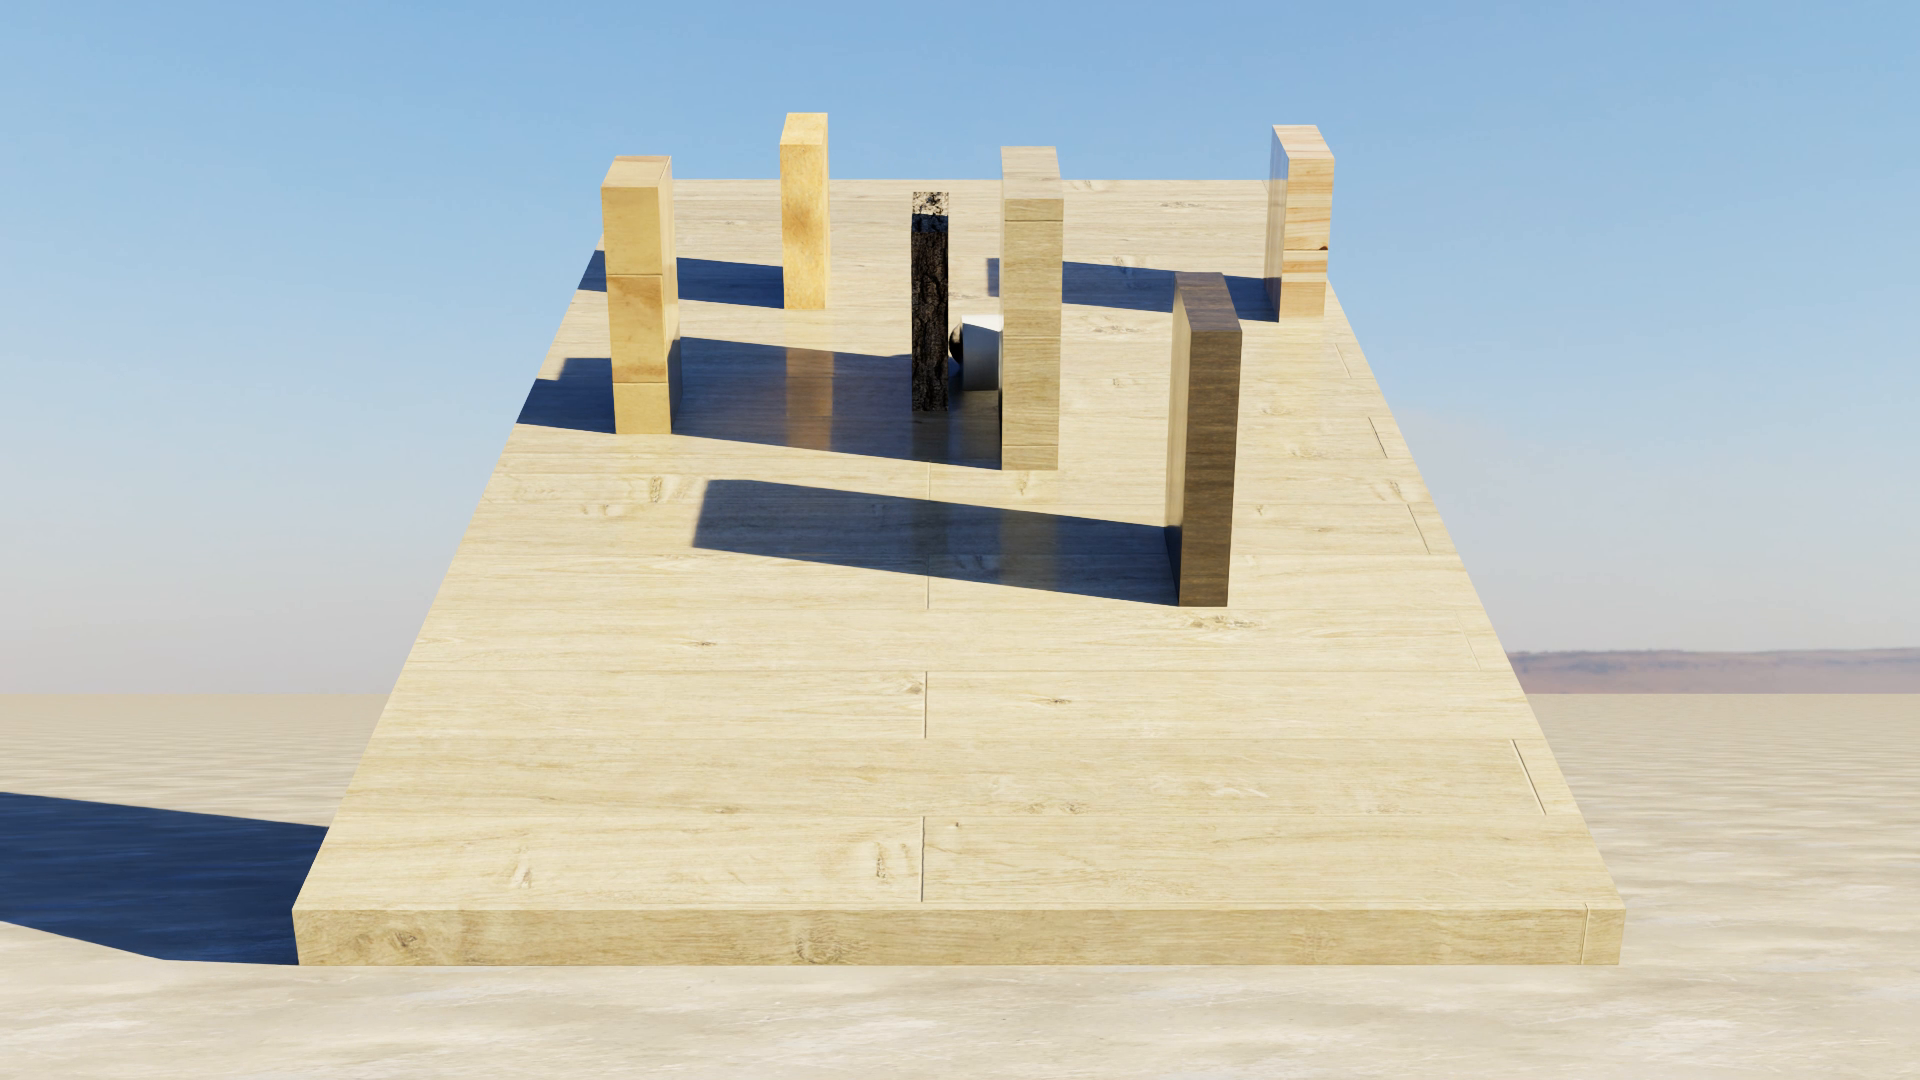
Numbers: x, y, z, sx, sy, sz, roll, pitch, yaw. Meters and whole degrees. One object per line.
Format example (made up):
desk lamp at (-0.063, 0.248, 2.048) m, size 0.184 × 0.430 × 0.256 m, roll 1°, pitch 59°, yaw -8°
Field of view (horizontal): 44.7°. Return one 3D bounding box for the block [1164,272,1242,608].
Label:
block at (0.462, -0.196, 4.481) m, size 0.092 × 0.553 × 0.349 m, roll 0°, pitch 24°, yaw 0°

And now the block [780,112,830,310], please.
block at (-0.401, -0.859, 6.077) m, size 0.105 × 0.434 × 0.320 m, roll 0°, pitch 24°, yaw 0°

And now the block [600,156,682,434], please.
block at (-0.709, -0.549, 5.229) m, size 0.123 × 0.570 × 0.256 m, roll 0°, pitch 24°, yaw 0°

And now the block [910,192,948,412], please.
block at (-0.068, -0.558, 5.424) m, size 0.084 × 0.426 × 0.324 m, roll 0°, pitch 24°, yaw 0°

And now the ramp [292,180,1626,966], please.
ramp at (-0.008, -0.229, 5.338) m, size 2.000 × 0.100 × 4.000 m, roll 0°, pitch 24°, yaw 0°

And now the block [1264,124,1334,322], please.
block at (0.867, -0.815, 5.995) m, size 0.113 × 0.426 × 0.333 m, roll 0°, pitch 24°, yaw 0°

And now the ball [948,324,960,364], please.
ball at (0.032, -0.471, 5.606) m, size 0.119 × 0.119 × 0.119 m, roll 0°, pitch -4°, yaw 0°

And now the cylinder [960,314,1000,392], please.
cylinder at (0.092, -0.439, 5.464) m, size 0.179 × 0.179 × 0.179 m, roll -1°, pitch -4°, yaw -3°

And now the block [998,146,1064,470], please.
block at (0.151, -0.511, 5.107) m, size 0.122 × 0.606 × 0.412 m, roll 0°, pitch 24°, yaw 0°
